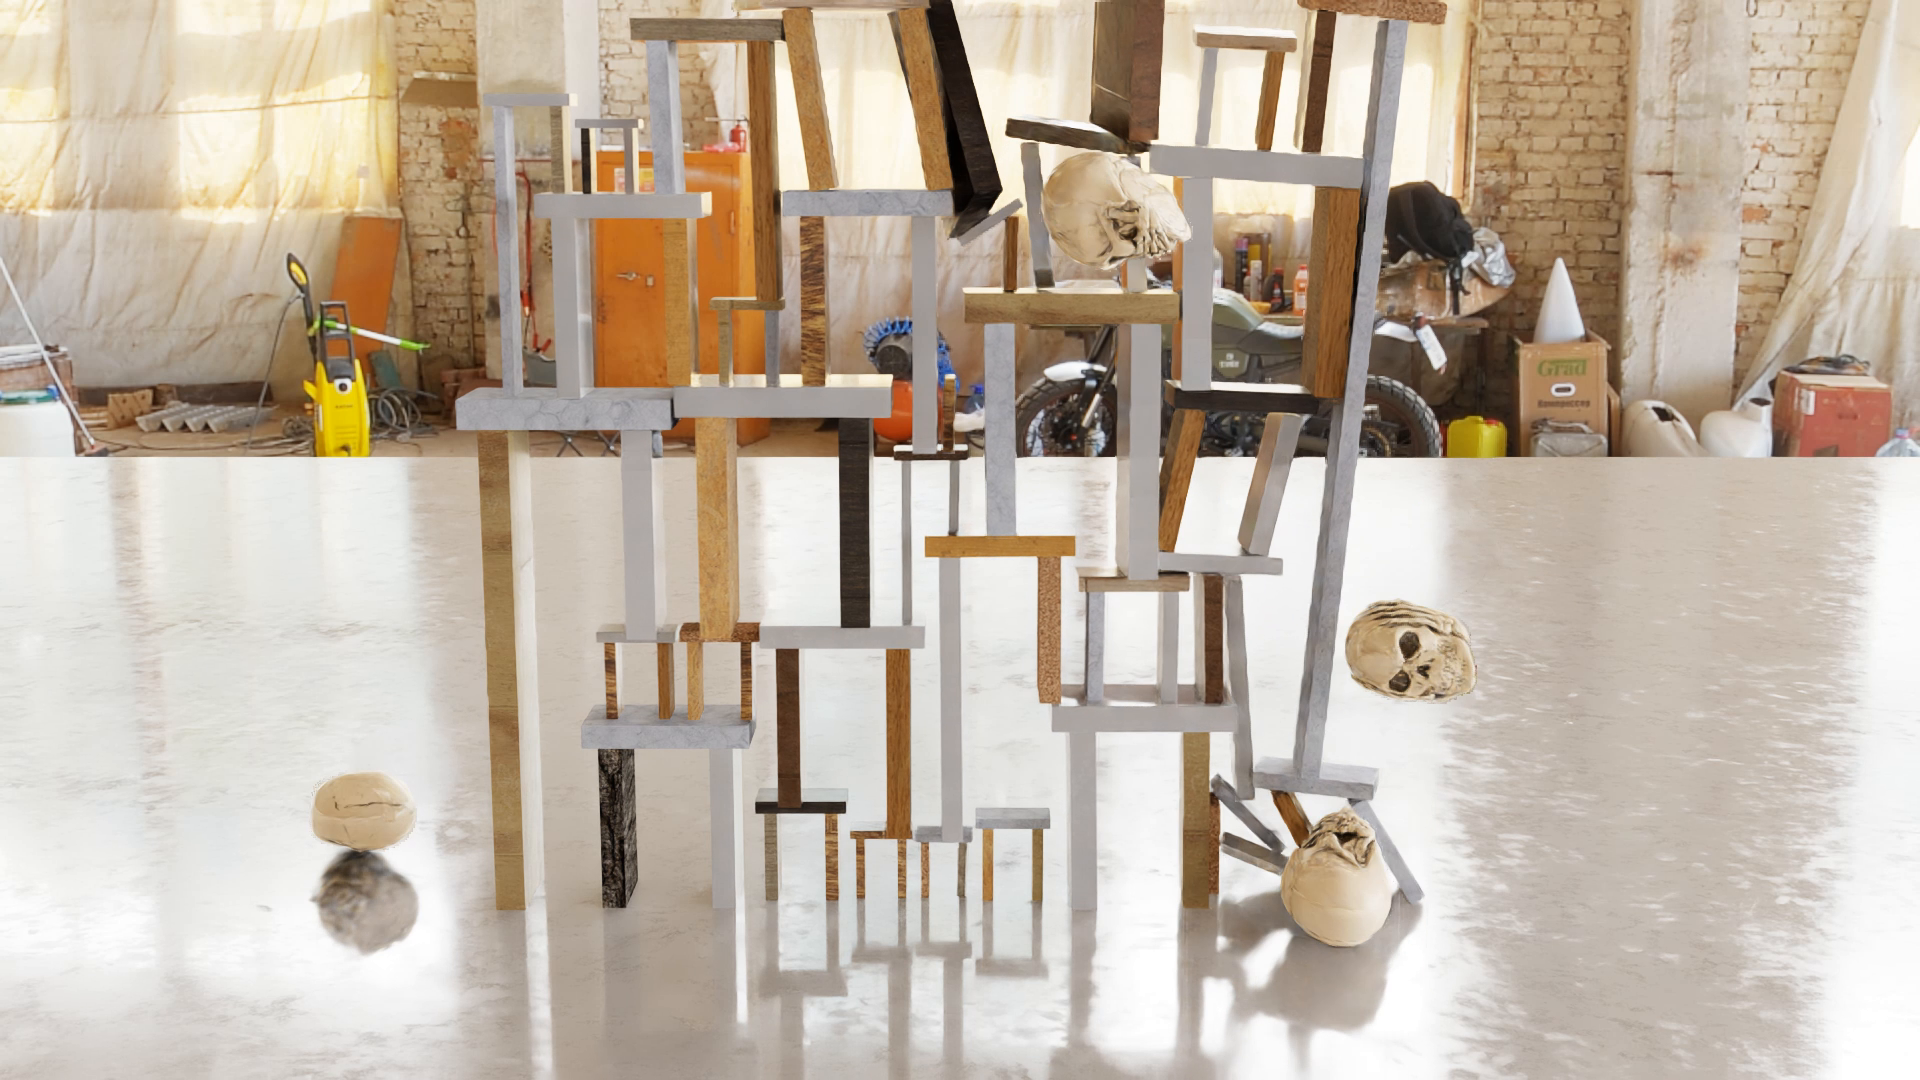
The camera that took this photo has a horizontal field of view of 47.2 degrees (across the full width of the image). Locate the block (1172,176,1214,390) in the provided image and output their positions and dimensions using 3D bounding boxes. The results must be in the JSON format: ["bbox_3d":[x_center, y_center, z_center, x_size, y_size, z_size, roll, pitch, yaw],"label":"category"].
[{"bbox_3d":[0.369,-0.411,3.500,0.046,0.328,0.164,-1,11,0],"label":"block"}]

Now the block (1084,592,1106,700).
[{"bbox_3d":[0.219,0.165,3.589,0.025,0.179,0.090,0,9,-1],"label":"block"}]

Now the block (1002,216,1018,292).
[{"bbox_3d":[0.080,-0.455,3.497,0.016,0.116,0.058,1,9,-4],"label":"block"}]

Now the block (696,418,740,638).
[{"bbox_3d":[-0.391,-0.033,3.554,0.048,0.355,0.169,0,11,0],"label":"block"}]

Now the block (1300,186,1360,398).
[{"bbox_3d":[0.590,-0.402,3.507,0.046,0.328,0.164,3,13,1],"label":"block"}]

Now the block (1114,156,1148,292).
[{"bbox_3d":[0.271,-0.501,3.485,0.030,0.211,0.105,-4,9,-1],"label":"block"}]

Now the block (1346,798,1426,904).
[{"bbox_3d":[0.702,0.501,3.648,0.028,0.197,0.099,-31,9,6],"label":"block"}]

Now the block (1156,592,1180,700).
[{"bbox_3d":[0.339,0.165,3.591,0.025,0.179,0.090,0,9,-1],"label":"block"}]

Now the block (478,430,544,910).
[{"bbox_3d":[-0.733,0.201,3.601,0.048,0.790,0.168,0,11,0],"label":"block"}]

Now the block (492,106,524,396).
[{"bbox_3d":[-0.715,-0.456,3.478,0.019,0.452,0.067,0,11,0],"label":"block"}]

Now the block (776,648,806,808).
[{"bbox_3d":[-0.277,0.292,3.613,0.037,0.265,0.132,0,10,0],"label":"block"}]

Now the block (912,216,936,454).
[{"bbox_3d":[-0.056,-0.331,3.499,0.037,0.372,0.131,0,11,0],"label":"block"}]

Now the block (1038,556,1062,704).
[{"bbox_3d":[0.145,0.135,3.587,0.034,0.241,0.121,0,10,0],"label":"block"}]

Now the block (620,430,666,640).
[{"bbox_3d":[-0.511,-0.022,3.556,0.048,0.336,0.168,0,11,-2],"label":"block"}]

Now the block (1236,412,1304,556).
[{"bbox_3d":[0.503,-0.098,3.576,0.033,0.231,0.116,12,10,-5],"label":"block"}]

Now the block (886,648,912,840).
[{"bbox_3d":[-0.100,0.319,3.618,0.037,0.318,0.132,0,10,0],"label":"block"}]

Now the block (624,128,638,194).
[{"bbox_3d":[-0.515,-0.594,3.444,0.014,0.100,0.050,0,11,0],"label":"block"}]

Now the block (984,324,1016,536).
[{"bbox_3d":[0.065,-0.184,3.528,0.047,0.334,0.167,-1,9,1],"label":"block"}]

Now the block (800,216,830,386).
[{"bbox_3d":[-0.229,-0.384,3.488,0.037,0.263,0.131,0,11,0],"label":"block"}]

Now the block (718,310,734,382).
[{"bbox_3d":[-0.374,-0.311,3.504,0.016,0.114,0.057,0,11,0],"label":"block"}]

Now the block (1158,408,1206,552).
[{"bbox_3d":[0.350,-0.105,3.571,0.033,0.231,0.116,11,10,-4],"label":"block"}]

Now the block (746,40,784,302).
[{"bbox_3d":[-0.305,-0.578,3.451,0.033,0.397,0.116,-1,11,1],"label":"block"}]

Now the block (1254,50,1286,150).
[{"bbox_3d":[0.482,-0.690,3.422,0.022,0.152,0.076,6,23,1],"label":"block"}]

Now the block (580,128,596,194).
[{"bbox_3d":[-0.581,-0.594,3.445,0.014,0.100,0.050,0,11,0],"label":"block"}]

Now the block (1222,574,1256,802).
[{"bbox_3d":[0.463,0.239,3.669,0.030,0.375,0.104,-4,12,4],"label":"block"}]

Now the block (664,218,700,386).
[{"bbox_3d":[-0.441,-0.382,3.486,0.037,0.259,0.130,0,11,0],"label":"block"}]

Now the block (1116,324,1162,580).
[{"bbox_3d":[0.286,-0.149,3.538,0.047,0.405,0.167,0,9,-3],"label":"block"}]

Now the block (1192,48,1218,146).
[{"bbox_3d":[0.382,-0.696,3.424,0.022,0.152,0.076,5,22,2],"label":"block"}]

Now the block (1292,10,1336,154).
[{"bbox_3d":[0.552,-0.716,3.424,0.030,0.214,0.107,4,17,0],"label":"block"}]

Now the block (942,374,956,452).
[{"bbox_3d":[-0.018,-0.202,3.501,0.016,0.116,0.058,2,11,1],"label":"block"}]

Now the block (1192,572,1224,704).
[{"bbox_3d":[0.404,0.152,3.584,0.030,0.209,0.104,-2,11,-3],"label":"block"}]

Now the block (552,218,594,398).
[{"bbox_3d":[-0.614,-0.372,3.490,0.037,0.281,0.130,0,11,0],"label":"block"}]

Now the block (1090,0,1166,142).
[{"bbox_3d":[0.259,-0.799,3.388,0.048,0.339,0.170,-6,22,-17],"label":"block"}]

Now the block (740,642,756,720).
[{"bbox_3d":[-0.347,0.223,3.600,0.018,0.130,0.065,1,11,0],"label":"block"}]

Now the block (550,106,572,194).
[{"bbox_3d":[-0.625,-0.612,3.448,0.019,0.134,0.067,0,11,0],"label":"block"}]

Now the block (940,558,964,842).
[{"bbox_3d":[-0.014,0.250,3.610,0.034,0.474,0.121,0,11,0],"label":"block"}]

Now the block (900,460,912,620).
[{"bbox_3d":[-0.086,-0.003,3.560,0.017,0.261,0.059,0,11,0],"label":"block"}]

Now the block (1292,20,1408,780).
[{"bbox_3d":[0.618,-0.210,3.508,0.030,1.207,0.107,5,12,0],"label":"block"}]

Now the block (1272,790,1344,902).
[{"bbox_3d":[0.577,0.497,3.659,0.028,0.197,0.099,-28,7,10],"label":"block"}]

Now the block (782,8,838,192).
[{"bbox_3d":[-0.233,-0.686,3.433,0.039,0.275,0.137,-8,11,1],"label":"block"}]

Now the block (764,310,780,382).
[{"bbox_3d":[-0.299,-0.312,3.507,0.016,0.114,0.057,0,11,2],"label":"block"}]

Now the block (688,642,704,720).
[{"bbox_3d":[-0.433,0.223,3.600,0.018,0.130,0.065,1,11,0],"label":"block"}]

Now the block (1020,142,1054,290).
[{"bbox_3d":[0.124,-0.519,3.523,0.030,0.211,0.105,-6,-11,3],"label":"block"}]

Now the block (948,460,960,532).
[{"bbox_3d":[-0.010,-0.074,3.546,0.017,0.117,0.059,1,11,-1],"label":"block"}]

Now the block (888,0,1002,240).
[{"bbox_3d":[-0.031,-0.729,3.566,0.048,0.447,0.170,-10,-15,-18],"label":"block"}]

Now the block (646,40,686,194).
[{"bbox_3d":[-0.459,-0.660,3.436,0.033,0.231,0.116,-2,11,1],"label":"block"}]

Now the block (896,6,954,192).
[{"bbox_3d":[-0.055,-0.687,3.434,0.039,0.275,0.137,-10,11,-1],"label":"block"}]

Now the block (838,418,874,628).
[{"bbox_3d":[-0.166,-0.042,3.555,0.048,0.338,0.169,0,10,0],"label":"block"}]
